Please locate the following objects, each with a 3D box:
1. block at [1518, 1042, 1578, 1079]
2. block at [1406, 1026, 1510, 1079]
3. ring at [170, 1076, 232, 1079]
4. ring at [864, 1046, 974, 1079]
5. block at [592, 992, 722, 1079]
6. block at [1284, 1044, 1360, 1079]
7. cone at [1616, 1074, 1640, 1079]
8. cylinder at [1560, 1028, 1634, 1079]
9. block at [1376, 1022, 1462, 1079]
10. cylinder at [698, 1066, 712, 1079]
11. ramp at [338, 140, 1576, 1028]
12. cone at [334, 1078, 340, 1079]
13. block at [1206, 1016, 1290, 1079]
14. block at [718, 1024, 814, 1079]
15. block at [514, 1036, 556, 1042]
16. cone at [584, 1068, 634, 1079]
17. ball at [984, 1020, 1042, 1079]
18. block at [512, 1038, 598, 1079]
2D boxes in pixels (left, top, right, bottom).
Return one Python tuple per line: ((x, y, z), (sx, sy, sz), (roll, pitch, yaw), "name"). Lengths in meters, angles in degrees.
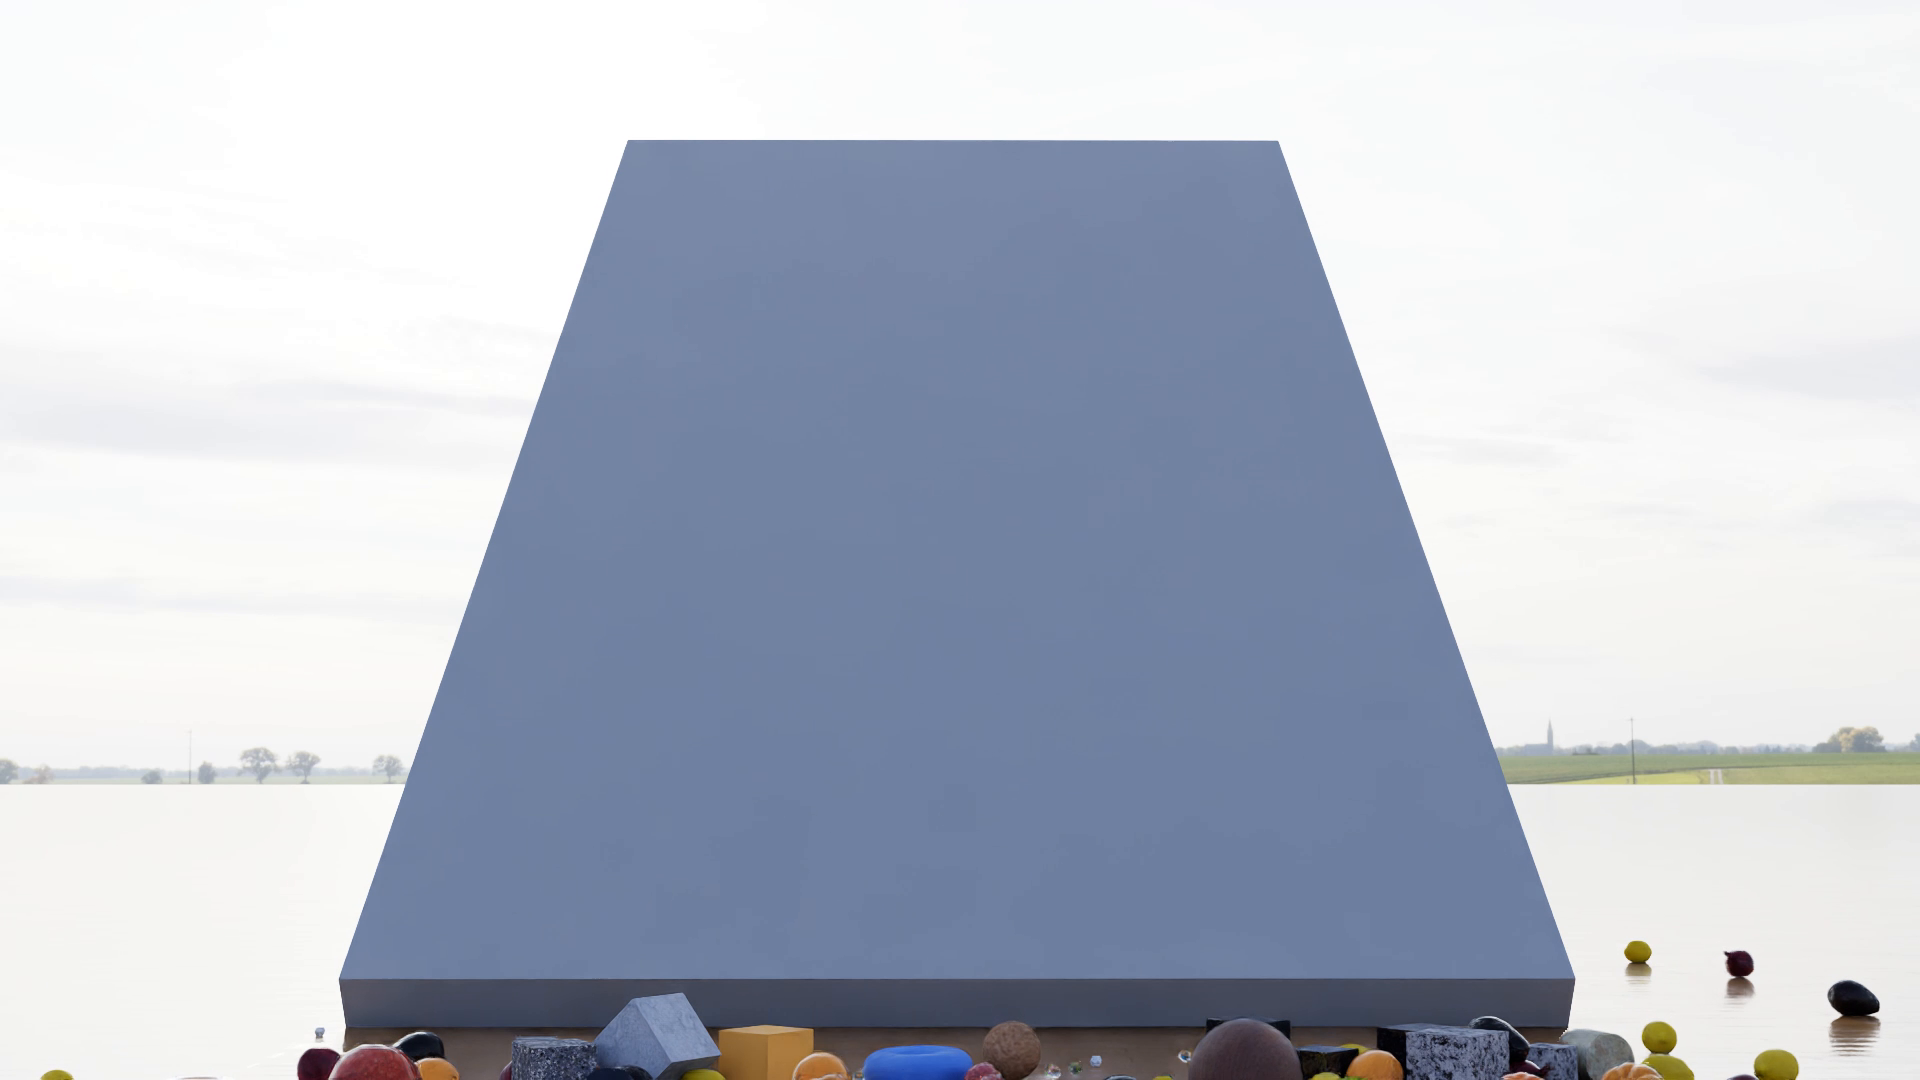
((0.772, 0.692, 3.150), (0.055, 0.055, 0.055), (-5, -8, 42), "block")
((0.615, 0.654, 2.962), (0.093, 0.093, 0.093), (-4, -7, 38), "block")
((-0.938, 0.682, 2.951), (0.109, 0.036, 0.109), (1, -5, 0), "ring")
((-0.055, 0.697, 3.164), (0.146, 0.049, 0.146), (-1, -5, 0), "ring")
((-0.379, 0.634, 2.978), (0.096, 0.096, 0.096), (-47, -27, 20), "block")
((0.454, 0.673, 3.016), (0.066, 0.066, 0.066), (6, -8, -44), "block")
((0.793, 0.666, 2.781), (0.072, 0.072, 0.072), (29, -14, -15), "cone")
((0.842, 0.686, 3.182), (0.072, 0.072, 0.072), (2, -6, -16), "cylinder")
((0.596, 0.668, 3.073), (0.086, 0.086, 0.086), (5, -7, -39), "block")
((-0.351, 0.682, 3.046), (0.053, 0.053, 0.053), (-4, -7, 35), "cylinder")
((-0.012, -0.217, 5.653), (2.000, 0.100, 4.000), (0, 29, 0), "ramp")
((-0.728, 0.675, 2.835), (0.059, 0.059, 0.059), (-2, -32, 17), "cone")
((0.389, 0.688, 3.242), (0.080, 0.080, 0.080), (3, -7, -31), "block")
((-0.247, 0.668, 3.062), (0.085, 0.085, 0.085), (-5, -7, 38), "block")
((-0.575, 0.703, 3.252), (0.053, 0.053, 0.053), (1, -6, -5), "block")
((-0.416, 0.672, 2.837), (0.073, 0.073, 0.073), (1, -32, -8), "cone")
((0.071, 0.688, 3.238), (0.079, 0.079, 0.079), (0, -6, 0), "ball")
((-0.496, 0.656, 2.930), (0.082, 0.082, 0.082), (3, -6, -27), "block")
